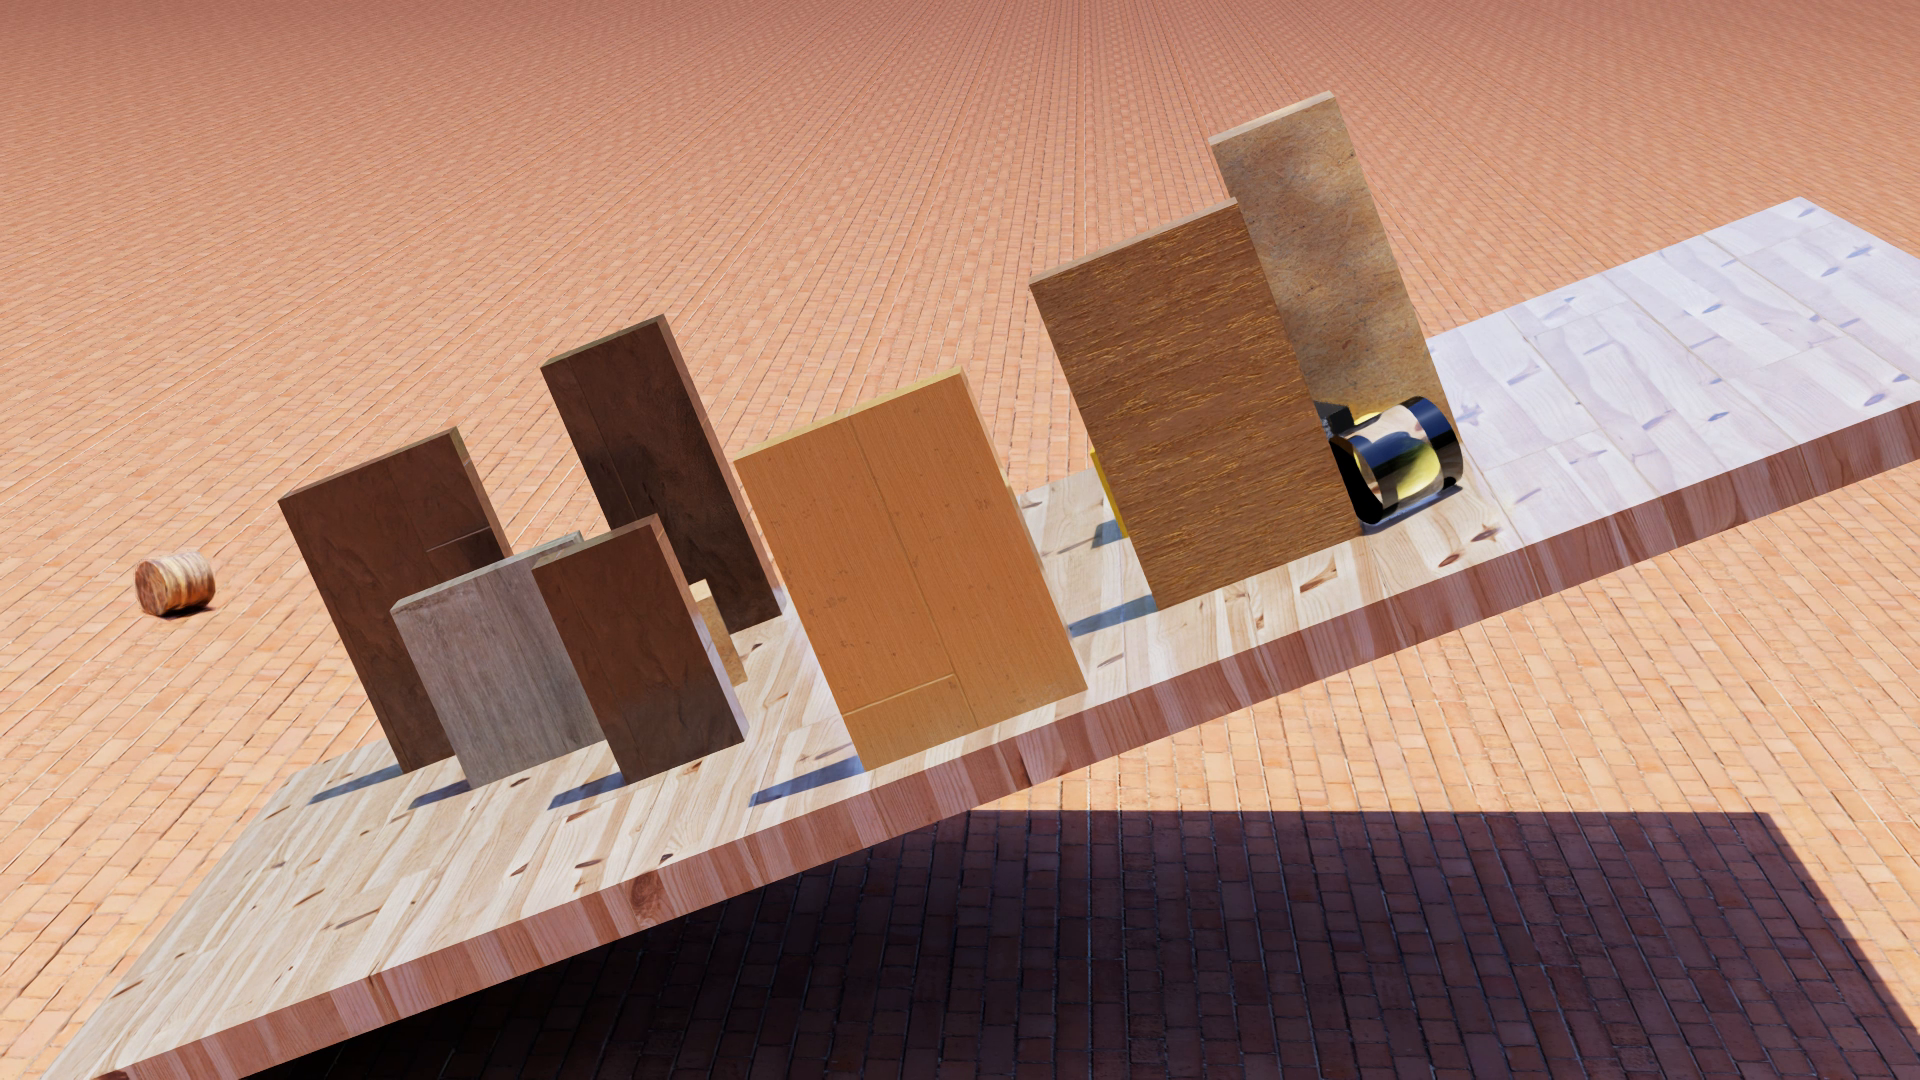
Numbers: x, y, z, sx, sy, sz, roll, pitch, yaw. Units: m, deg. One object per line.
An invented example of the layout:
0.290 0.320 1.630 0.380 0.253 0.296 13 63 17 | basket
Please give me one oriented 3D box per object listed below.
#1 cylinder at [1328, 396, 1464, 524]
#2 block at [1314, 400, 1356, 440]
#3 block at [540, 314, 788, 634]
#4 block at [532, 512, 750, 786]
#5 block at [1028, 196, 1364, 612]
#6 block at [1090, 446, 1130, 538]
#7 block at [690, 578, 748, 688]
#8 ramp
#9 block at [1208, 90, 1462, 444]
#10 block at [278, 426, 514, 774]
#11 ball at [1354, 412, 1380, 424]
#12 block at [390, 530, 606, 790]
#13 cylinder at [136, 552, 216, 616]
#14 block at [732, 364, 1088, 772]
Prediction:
0.846 -0.155 5.726 0.190 0.190 0.190 -26 22 -16 | cylinder
0.691 -0.144 5.926 0.201 0.201 0.201 -25 12 -11 | block
-0.702 -0.126 7.010 0.300 0.761 0.119 -21 12 7 | block
-0.653 0.225 6.035 0.264 0.492 0.098 -21 12 7 | block
0.457 -0.259 5.673 0.423 0.689 0.096 -21 12 7 | block
0.424 -0.156 6.453 0.204 0.204 0.204 -20 12 12 | block
-0.619 0.241 6.585 0.210 0.210 0.210 -23 12 -4 | block
0.124 0.173 6.291 4.000 0.100 2.000 -21 12 7 | ramp
0.772 -0.514 6.052 0.266 0.759 0.147 -21 12 7 | block
-1.246 0.145 6.915 0.441 0.715 0.085 -21 12 7 | block
0.850 -0.189 5.980 0.141 0.141 0.141 0 14 0 | ball
-0.963 0.267 6.523 0.442 0.445 0.090 -21 12 7 | block
-2.502 0.139 9.376 0.177 0.177 0.177 12 19 41 | cylinder
-0.086 0.056 5.407 0.444 0.635 0.084 -21 12 7 | block
